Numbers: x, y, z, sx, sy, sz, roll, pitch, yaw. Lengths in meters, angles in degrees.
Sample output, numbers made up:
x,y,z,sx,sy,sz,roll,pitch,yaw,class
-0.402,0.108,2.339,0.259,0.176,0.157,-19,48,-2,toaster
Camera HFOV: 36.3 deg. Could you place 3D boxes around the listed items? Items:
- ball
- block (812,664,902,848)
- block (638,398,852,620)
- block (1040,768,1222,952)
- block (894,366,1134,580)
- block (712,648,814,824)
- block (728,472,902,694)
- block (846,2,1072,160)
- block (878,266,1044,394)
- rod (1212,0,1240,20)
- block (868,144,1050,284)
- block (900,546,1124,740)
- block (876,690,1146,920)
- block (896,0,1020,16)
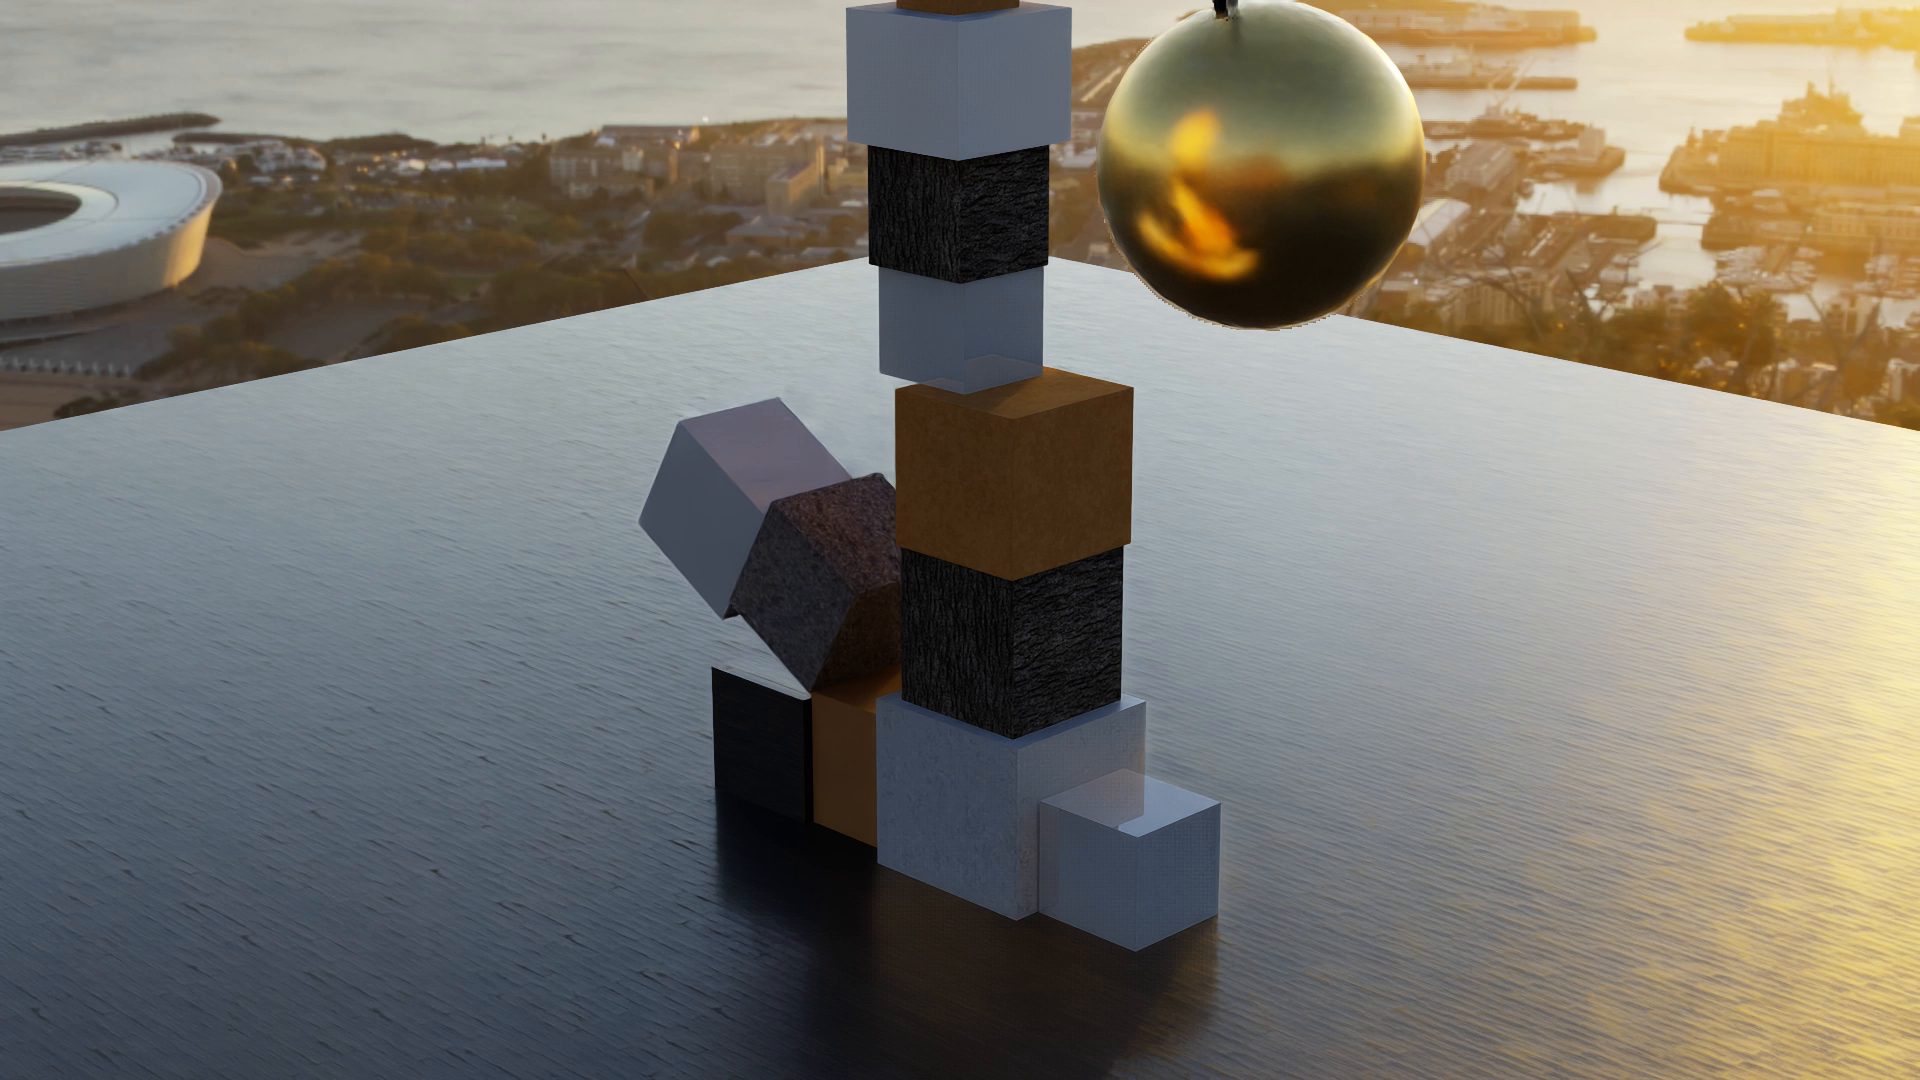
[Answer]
x,y,z,sx,sy,sz,roll,pitch,yaw,class
1.467,-1.829,14.304,1.600,1.600,1.600,0,17,0,ball
-0.292,1.027,13.962,0.562,0.668,0.597,17,24,42,block
-1.026,-0.160,14.359,0.643,0.677,0.719,-17,54,-43,block
0.750,1.406,12.977,0.550,0.535,0.574,-17,24,-42,block
0.239,-0.324,12.981,0.764,0.719,0.721,-17,24,-42,block
-0.738,0.916,14.382,0.672,0.629,0.664,-17,24,-42,block
-0.550,0.197,13.992,0.696,0.658,0.654,-17,54,-43,block
-0.004,-2.016,12.704,0.693,0.578,0.684,-17,24,-42,block
0.005,-0.981,13.038,0.496,0.501,0.538,-17,24,-42,block
0.636,-4.624,12.555,0.080,5.200,0.080,17,44,42,rod
-0.006,-1.478,12.871,0.551,0.548,0.571,-17,24,-42,block
0.234,0.371,13.208,0.705,0.743,0.702,-17,24,-42,block
0.231,1.114,13.444,0.842,0.814,0.894,-17,24,-42,block
-0.008,-2.485,12.553,0.398,0.407,0.353,-17,24,-42,block
